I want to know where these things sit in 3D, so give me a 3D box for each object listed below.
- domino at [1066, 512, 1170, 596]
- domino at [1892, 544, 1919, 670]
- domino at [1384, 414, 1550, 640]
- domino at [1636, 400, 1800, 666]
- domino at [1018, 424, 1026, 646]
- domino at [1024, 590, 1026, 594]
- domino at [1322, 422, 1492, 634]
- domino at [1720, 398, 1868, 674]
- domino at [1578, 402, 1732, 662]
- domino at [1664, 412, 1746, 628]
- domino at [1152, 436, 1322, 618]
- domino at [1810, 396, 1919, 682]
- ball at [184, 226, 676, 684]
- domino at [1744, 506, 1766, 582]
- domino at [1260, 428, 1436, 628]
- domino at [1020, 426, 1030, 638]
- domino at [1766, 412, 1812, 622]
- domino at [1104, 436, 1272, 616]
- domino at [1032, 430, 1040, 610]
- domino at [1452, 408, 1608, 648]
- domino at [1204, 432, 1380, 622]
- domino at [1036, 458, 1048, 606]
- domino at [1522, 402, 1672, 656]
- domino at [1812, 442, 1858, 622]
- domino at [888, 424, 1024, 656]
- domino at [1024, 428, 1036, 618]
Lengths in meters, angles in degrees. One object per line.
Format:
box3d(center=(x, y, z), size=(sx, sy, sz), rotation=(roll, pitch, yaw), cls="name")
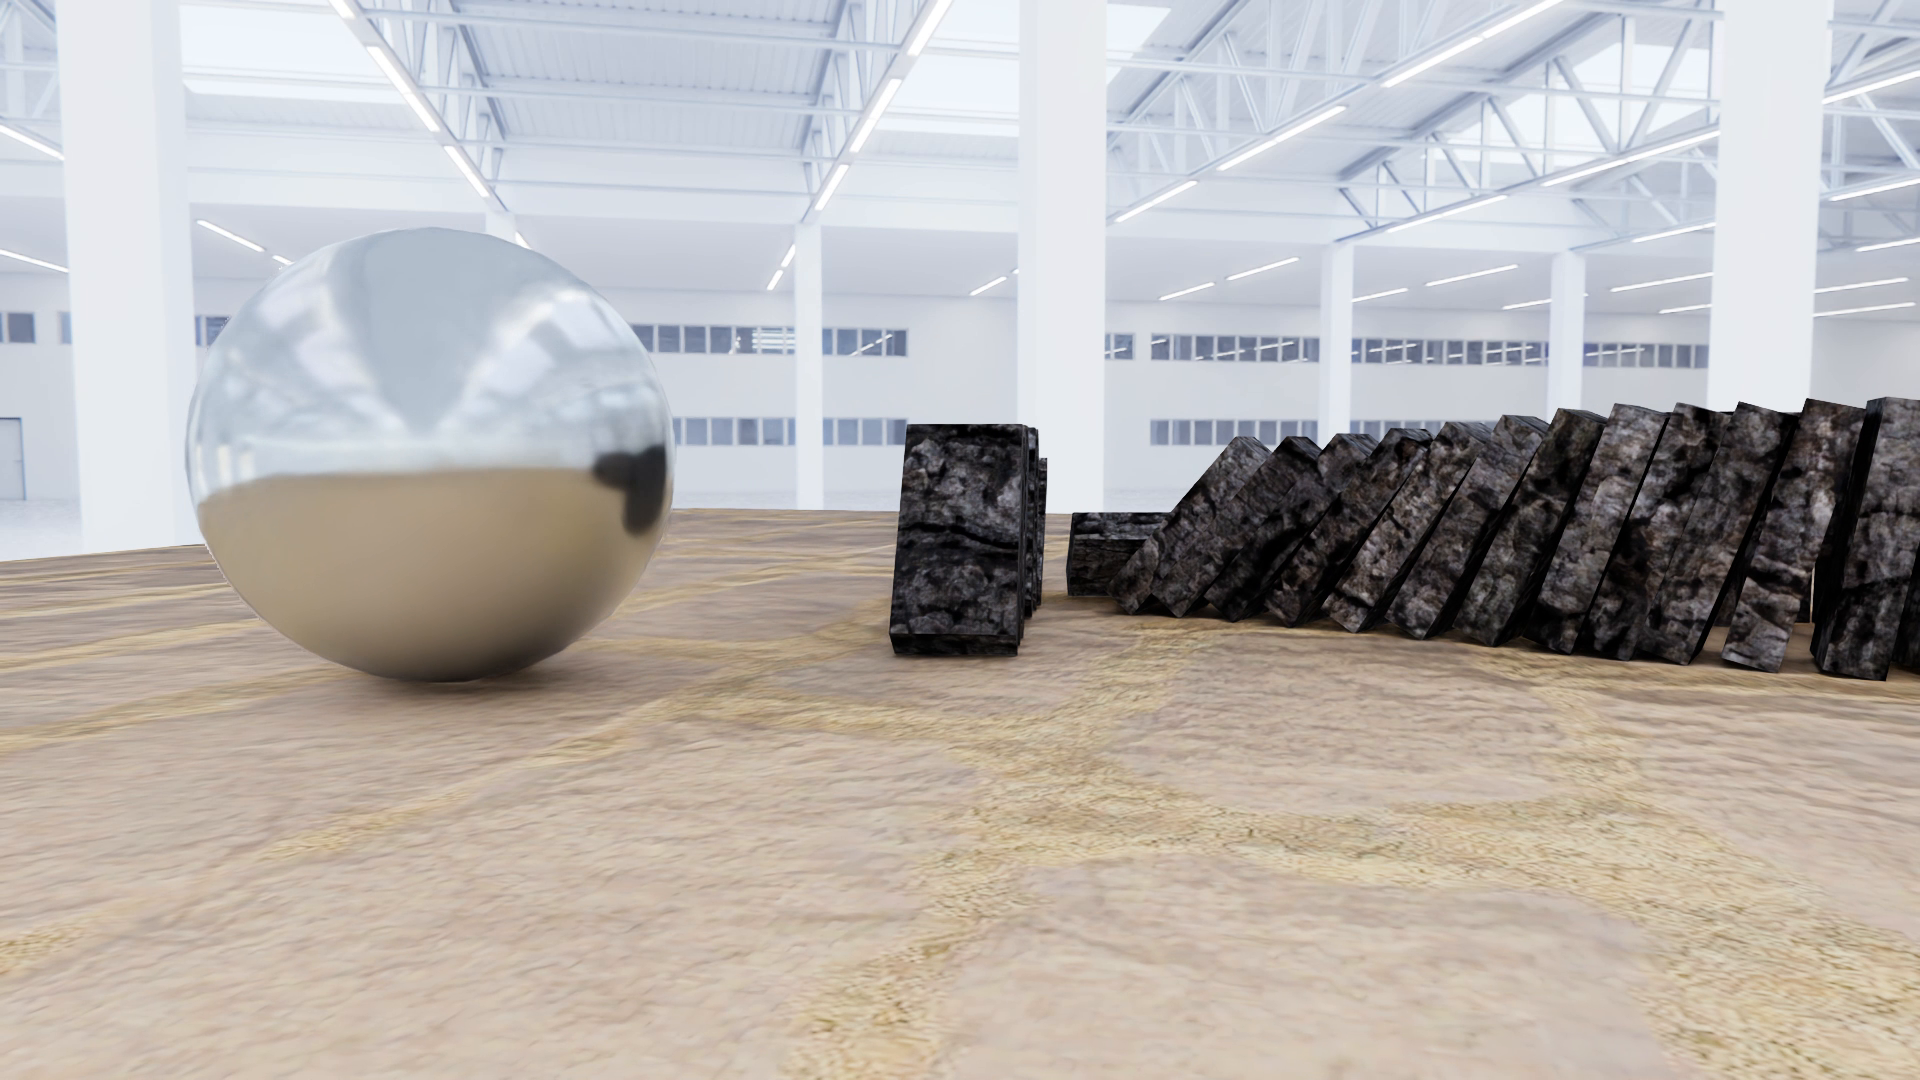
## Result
box3d(center=(0.055, 0.004, 0.352), size=(0.050, 0.010, 0.025), rotation=(0, -40, -1), cls="domino")
box3d(center=(0.184, 0.000, 0.235), size=(0.009, 0.050, 0.025), rotation=(8, 5, 9), cls="domino")
box3d(center=(0.114, -0.003, 0.281), size=(0.009, 0.050, 0.025), rotation=(36, 24, 31), cls="domino")
box3d(center=(0.149, -0.002, 0.252), size=(0.010, 0.050, 0.025), rotation=(25, 17, 32), cls="domino")
box3d(center=(0.001, -0.002, 0.279), size=(0.025, 0.050, 0.010), rotation=(0, -30, 5), cls="domino")
box3d(center=(0.003, -0.004, 0.302), size=(0.025, 0.050, 0.009), rotation=(0, -30, 5), cls="domino")
box3d(center=(0.103, -0.003, 0.290), size=(0.009, 0.050, 0.025), rotation=(41, 27, 29), cls="domino")
box3d(center=(0.160, -0.001, 0.245), size=(0.010, 0.050, 0.025), rotation=(19, 14, 32), cls="domino")
box3d(center=(0.141, -0.002, 0.257), size=(0.010, 0.050, 0.025), rotation=(25, 17, 32), cls="domino")
box3d(center=(0.173, -0.005, 0.307), size=(0.025, 0.050, 0.009), rotation=(4, 6, 40), cls="domino")
box3d(center=(0.070, -0.003, 0.317), size=(0.010, 0.050, 0.025), rotation=(44, 20, 16), cls="domino")
box3d(center=(0.171, -0.001, 0.239), size=(0.009, 0.050, 0.025), rotation=(12, 9, 27), cls="domino")
box3d(center=(-0.091, -0.015, 0.228), size=(0.080, 0.080, 0.080), rotation=(0, 4, 0), cls="ball")
box3d(center=(0.185, -0.006, 0.318), size=(0.009, 0.050, 0.025), rotation=(-1, 4, -13), cls="domino")
box3d(center=(0.093, -0.003, 0.298), size=(0.009, 0.050, 0.025), rotation=(44, 27, 26), cls="domino")
box3d(center=(0.002, -0.003, 0.291), size=(0.025, 0.050, 0.009), rotation=(0, -30, 5), cls="domino")
box3d(center=(0.200, -0.006, 0.316), size=(0.009, 0.050, 0.025), rotation=(1, 4, 11), cls="domino")
box3d(center=(0.059, -0.004, 0.323), size=(0.010, 0.050, 0.025), rotation=(43, 19, 14), cls="domino")
box3d(center=(0.008, -0.006, 0.337), size=(0.025, 0.050, 0.009), rotation=(0, -31, 5), cls="domino")
box3d(center=(0.124, -0.003, 0.272), size=(0.009, 0.050, 0.025), rotation=(31, 22, 33), cls="domino")
box3d(center=(0.082, -0.003, 0.307), size=(0.010, 0.050, 0.025), rotation=(45, 26, 22), cls="domino")
box3d(center=(0.011, -0.004, 0.354), size=(0.025, 0.009, 0.050), rotation=(2, 43, 5), cls="domino")
box3d(center=(0.133, -0.002, 0.264), size=(0.009, 0.050, 0.025), rotation=(25, 18, 34), cls="domino")
box3d(center=(0.214, -0.006, 0.311), size=(0.009, 0.050, 0.025), rotation=(3, 5, 34), cls="domino")
box3d(center=(0.000, -0.001, 0.268), size=(0.025, 0.050, 0.009), rotation=(0, -30, 5), cls="domino")
box3d(center=(0.006, -0.005, 0.325), size=(0.025, 0.050, 0.010), rotation=(0, -30, 5), cls="domino")
